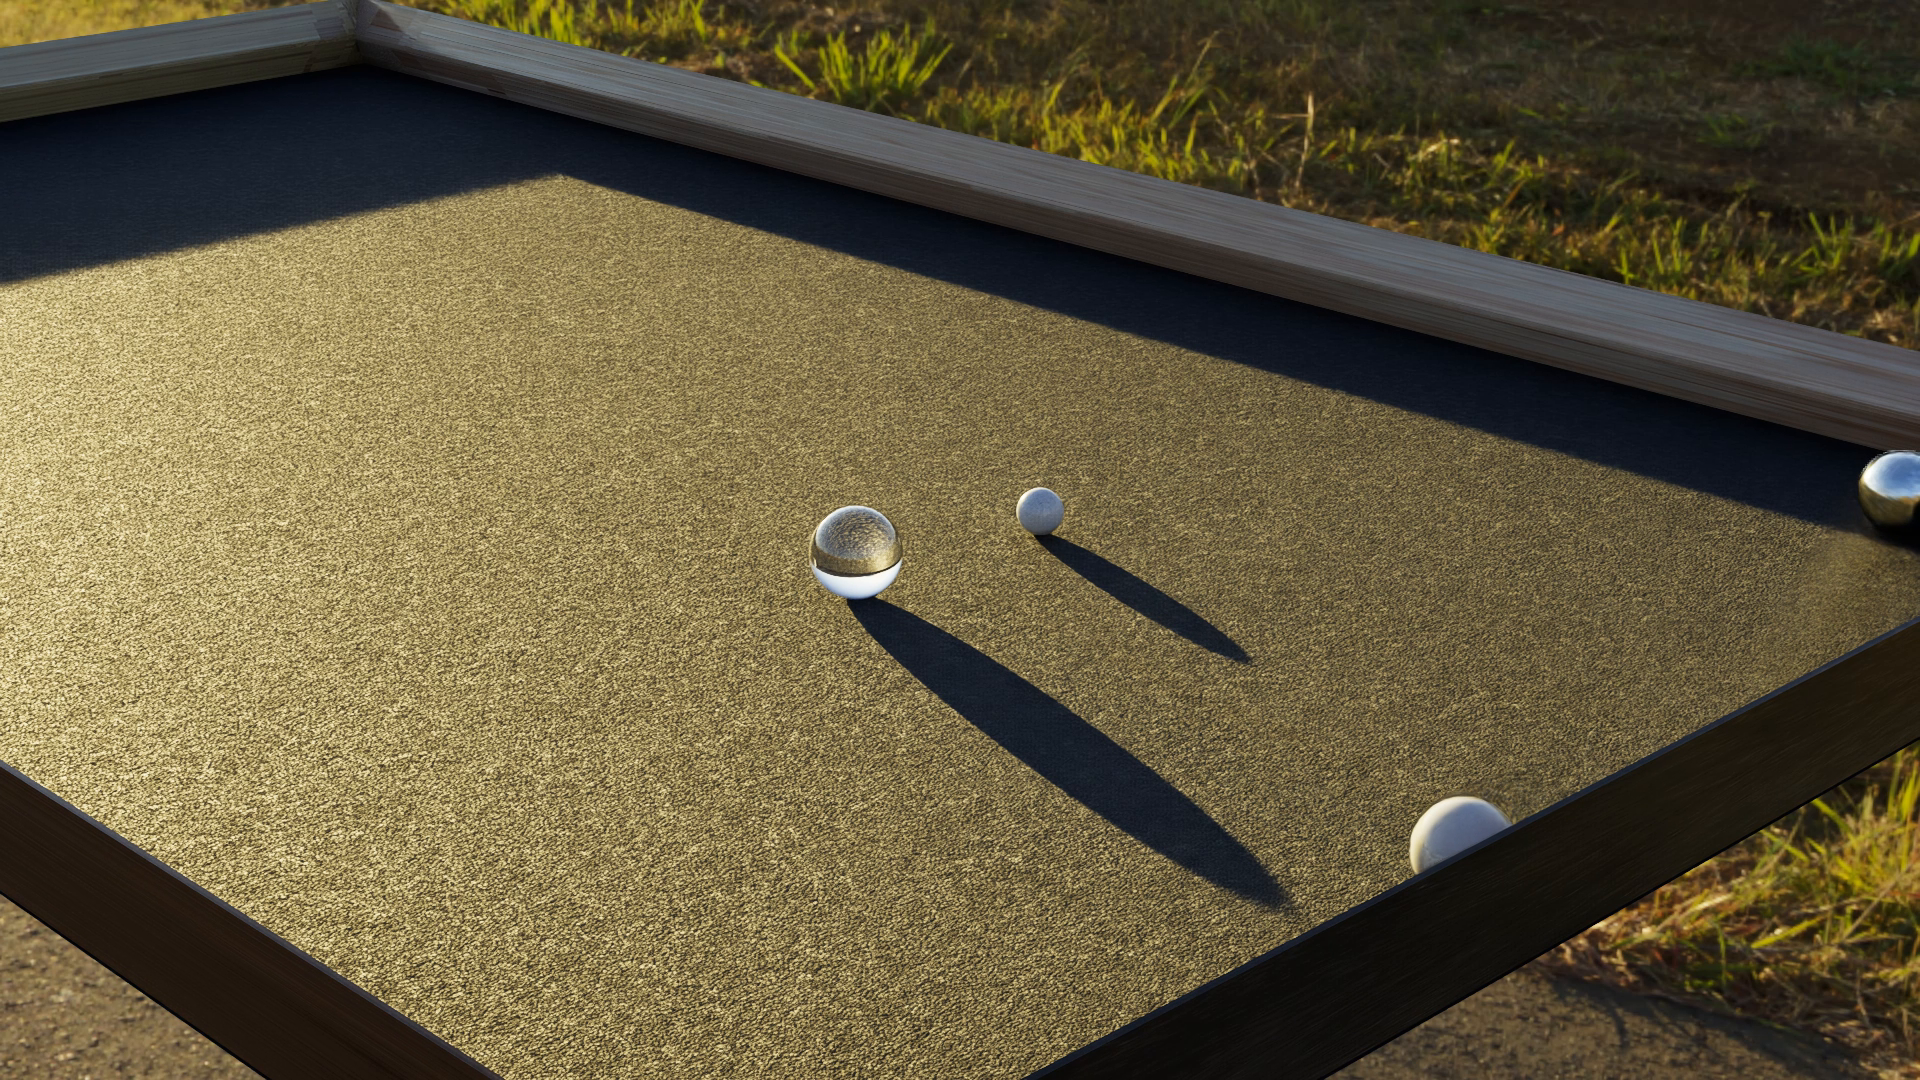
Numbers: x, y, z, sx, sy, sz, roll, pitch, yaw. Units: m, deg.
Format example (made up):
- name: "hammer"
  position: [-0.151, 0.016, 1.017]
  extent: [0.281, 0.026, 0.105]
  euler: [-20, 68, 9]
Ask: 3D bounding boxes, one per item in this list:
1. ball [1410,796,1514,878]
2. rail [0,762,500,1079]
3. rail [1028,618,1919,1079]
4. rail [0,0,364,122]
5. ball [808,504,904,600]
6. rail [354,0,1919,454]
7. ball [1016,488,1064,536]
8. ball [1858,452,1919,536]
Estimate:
- name: "ball"
  position: [0.360, 0.222, 2.099]
  extent: [0.078, 0.078, 0.078]
  euler: [0, 21, 0]
- name: "rail"
  position: [-1.214, 0.001, 2.636]
  extent: [0.045, 0.111, 3.205]
  euler: [-19, 28, -41]
- name: "rail"
  position: [0.541, 0.175, 2.171]
  extent: [1.876, 0.111, 0.045]
  euler: [-19, 28, -41]
- name: "rail"
  position: [-1.656, -0.620, 4.294]
  extent: [1.876, 0.111, 0.045]
  euler: [-19, 28, -41]
- name: "ball"
  position: [-0.094, 0.011, 2.649]
  extent: [0.086, 0.086, 0.086]
  euler: [0, 21, 0]
- name: "rail"
  position: [0.099, -0.445, 3.829]
  extent: [0.045, 0.111, 3.205]
  euler: [-19, 28, -41]
- name: "ball"
  position: [0.077, -0.027, 2.808]
  extent: [0.046, 0.046, 0.046]
  euler: [0, 21, 0]
- name: "ball"
  position: [0.898, -0.045, 2.806]
  extent: [0.080, 0.080, 0.080]
  euler: [0, 21, 0]
